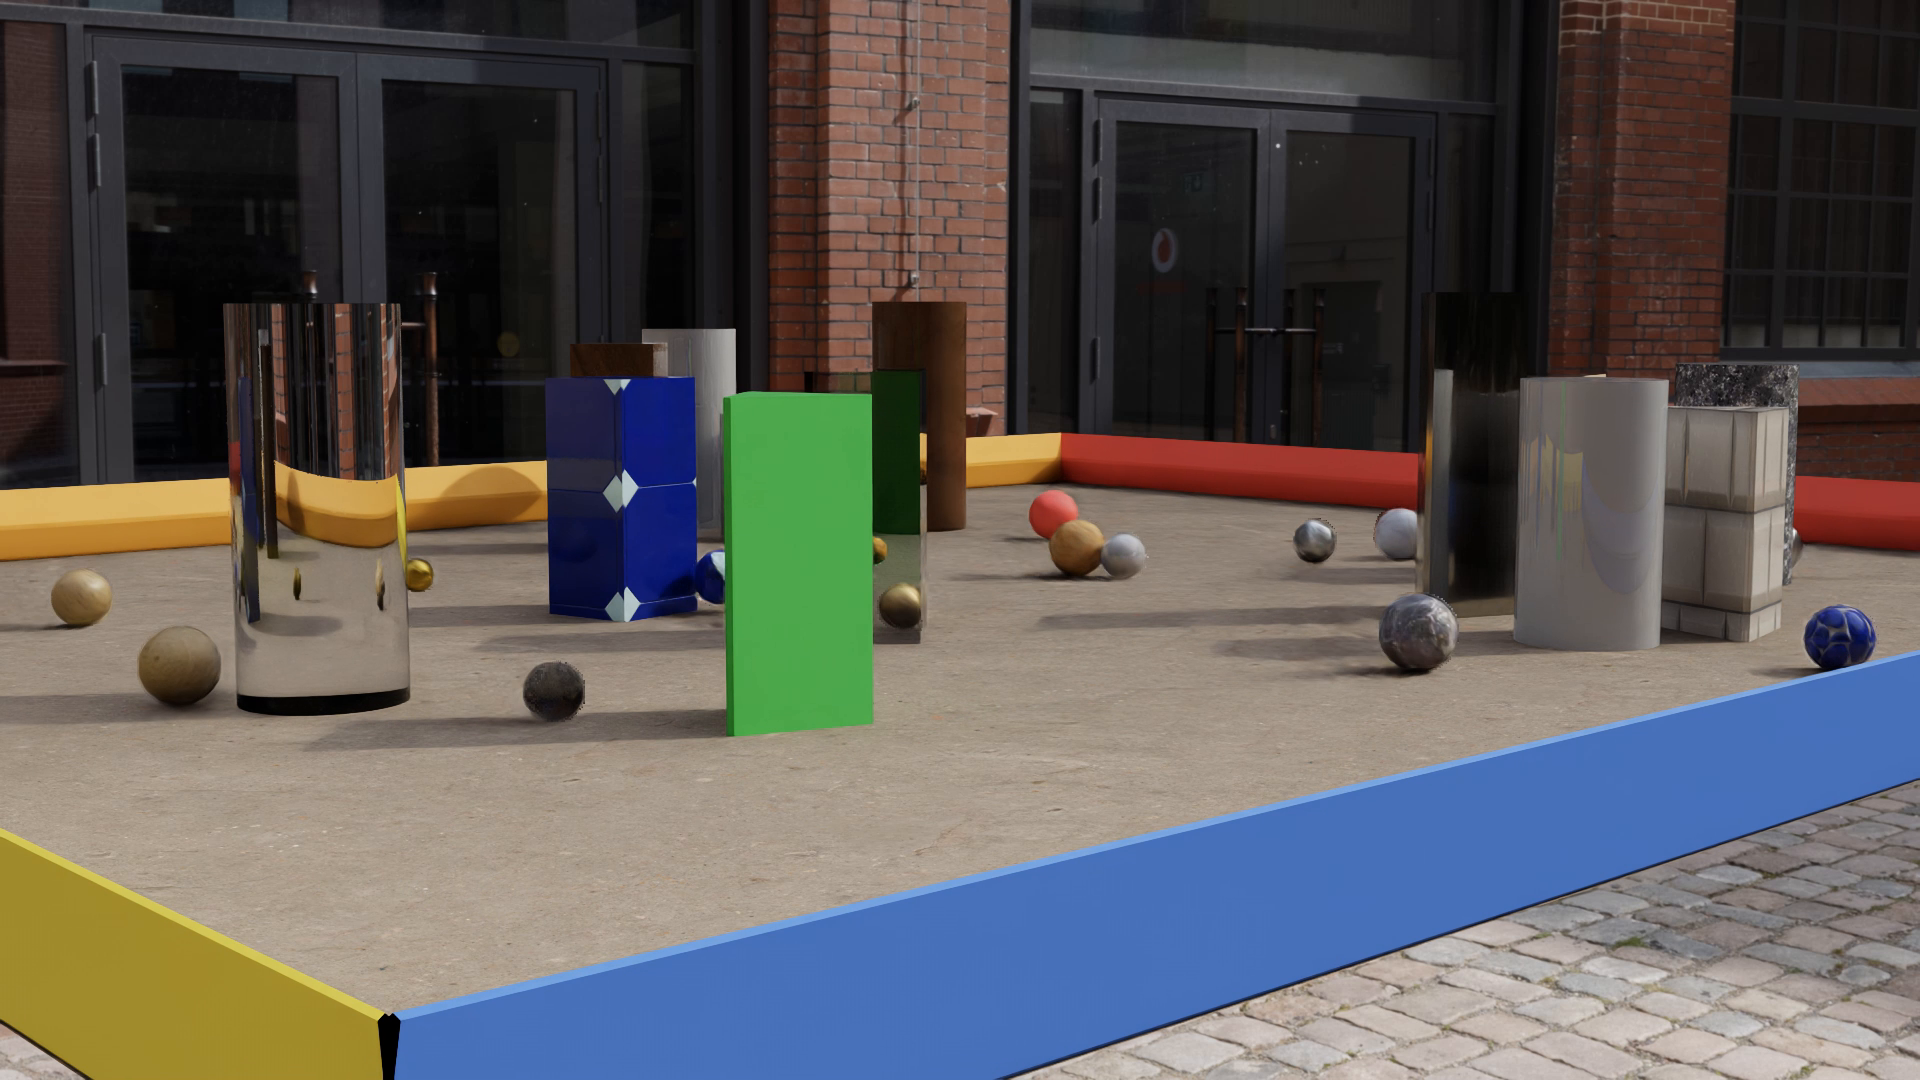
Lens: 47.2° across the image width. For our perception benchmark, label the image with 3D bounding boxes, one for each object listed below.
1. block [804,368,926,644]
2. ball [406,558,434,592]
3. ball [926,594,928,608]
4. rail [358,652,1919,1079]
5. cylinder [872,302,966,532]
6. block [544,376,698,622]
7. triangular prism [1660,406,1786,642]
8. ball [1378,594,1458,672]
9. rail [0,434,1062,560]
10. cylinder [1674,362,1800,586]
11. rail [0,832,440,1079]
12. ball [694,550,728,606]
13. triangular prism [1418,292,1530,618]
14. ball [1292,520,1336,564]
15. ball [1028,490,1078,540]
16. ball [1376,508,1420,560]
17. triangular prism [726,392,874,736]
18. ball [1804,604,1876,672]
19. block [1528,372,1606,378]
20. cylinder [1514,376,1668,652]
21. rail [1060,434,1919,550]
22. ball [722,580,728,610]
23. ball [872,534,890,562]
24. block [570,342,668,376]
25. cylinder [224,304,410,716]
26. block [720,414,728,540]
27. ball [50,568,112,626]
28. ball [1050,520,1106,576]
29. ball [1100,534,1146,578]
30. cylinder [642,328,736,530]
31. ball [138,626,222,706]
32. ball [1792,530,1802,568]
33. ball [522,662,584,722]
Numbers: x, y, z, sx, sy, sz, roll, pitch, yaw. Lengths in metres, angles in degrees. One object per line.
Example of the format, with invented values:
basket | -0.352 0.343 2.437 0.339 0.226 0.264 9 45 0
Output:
block | -0.126 -0.050 2.985 0.152 0.361 0.152 0 6 2
ball | -0.853 0.056 3.455 0.053 0.053 0.053 0 6 0
ball | -0.078 0.086 3.107 0.065 0.065 0.065 0 6 0
rail | 1.033 0.150 2.219 3.561 0.124 0.045 -6 8 -42
cylinder | -0.082 -0.253 4.454 0.190 0.457 0.190 0 6 0
block | -0.494 -0.065 3.216 0.152 0.344 0.152 4 7 36
triangular prism | 1.039 -0.028 3.034 0.143 0.308 0.165 4 7 34
ball | 0.563 0.114 2.705 0.095 0.095 0.095 0 6 0
rail | -1.033 -0.085 4.445 3.561 0.124 0.045 -6 8 -42
cylinder | 1.261 -0.110 3.587 0.190 0.354 0.190 0 6 0
rail | -1.291 0.157 2.147 0.045 0.124 3.093 -6 8 -42
ball | -0.349 0.055 3.210 0.081 0.081 0.081 0 6 0
triangular prism | 0.716 -0.128 3.224 0.165 0.467 0.143 -2 6 -22
ball | 0.620 0.003 3.848 0.075 0.075 0.075 0 6 0
ball | 0.180 -0.048 4.237 0.095 0.095 0.095 0 6 0
ball | 0.784 -0.011 3.909 0.090 0.090 0.090 0 6 0
triangular prism | -0.199 0.019 2.375 0.165 0.353 0.143 -3 7 -27
ball | 1.078 0.121 2.694 0.083 0.083 0.083 0 6 0
block | 0.986 -0.112 3.709 0.152 0.334 0.152 4 7 32
cylinder | 0.841 -0.039 2.937 0.190 0.350 0.190 0 6 0
rail | 1.291 -0.093 4.517 0.045 0.124 3.093 -6 8 -42
ball | -0.297 0.078 3.120 0.080 0.080 0.080 0 6 0
ball | -0.149 0.014 3.878 0.048 0.048 0.048 0 6 0
block | -0.632 -0.176 4.100 0.152 0.379 0.152 0 6 2
cylinder | -0.723 -0.041 2.480 0.190 0.449 0.190 0 6 0
block | -0.379 -0.123 4.264 0.152 0.239 0.152 -1 6 -13
ball | -1.233 0.081 3.086 0.081 0.081 0.081 0 6 0
ball | 0.196 0.013 3.666 0.094 0.094 0.094 0 6 0
ball | 0.270 0.027 3.628 0.075 0.075 0.075 0 6 0
cylinder | -0.554 -0.231 4.513 0.190 0.402 0.190 0 6 0
ball | -0.877 0.141 2.473 0.089 0.089 0.089 0 6 0
ball | 1.369 0.013 3.693 0.088 0.088 0.088 0 6 0
ball | -0.439 0.164 2.375 0.065 0.065 0.065 0 6 0
